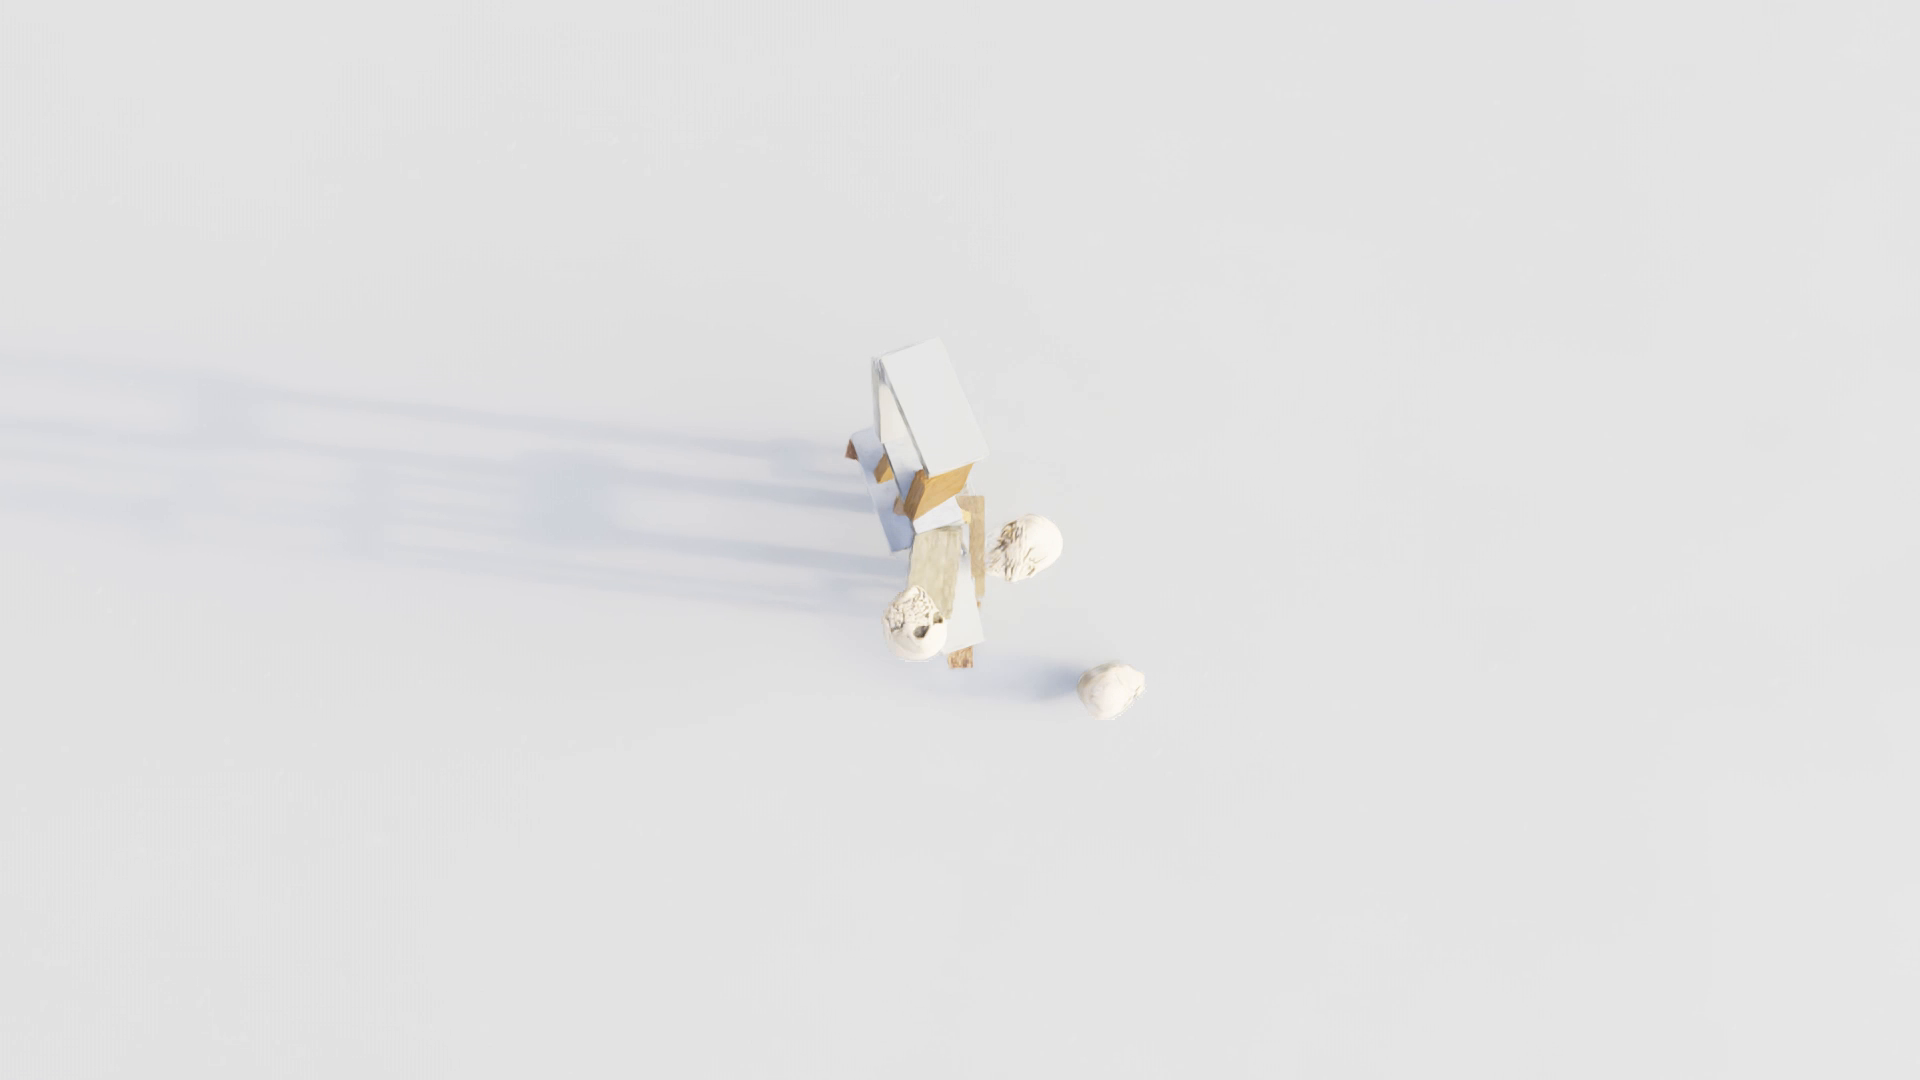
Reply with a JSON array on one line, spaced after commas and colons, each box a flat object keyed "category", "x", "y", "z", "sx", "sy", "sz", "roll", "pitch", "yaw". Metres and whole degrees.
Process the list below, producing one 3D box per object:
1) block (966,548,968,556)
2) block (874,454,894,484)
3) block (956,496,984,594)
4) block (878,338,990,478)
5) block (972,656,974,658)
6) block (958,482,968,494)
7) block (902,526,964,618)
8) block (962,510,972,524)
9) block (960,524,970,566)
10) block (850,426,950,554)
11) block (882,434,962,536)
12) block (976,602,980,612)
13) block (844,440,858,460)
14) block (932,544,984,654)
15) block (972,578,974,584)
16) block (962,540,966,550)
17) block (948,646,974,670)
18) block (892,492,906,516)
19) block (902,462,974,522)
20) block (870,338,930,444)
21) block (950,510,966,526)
[{"category": "block", "x": -0.010, "y": 0.085, "z": 4.962, "sx": 0.058, "sy": 0.016, "sz": 0.128, "roll": 4, "pitch": 63, "yaw": -1}, {"category": "block", "x": -0.150, "y": -0.207, "z": 4.336, "sx": 0.126, "sy": 0.251, "sz": 0.036, "roll": -20, "pitch": 85, "yaw": -12}, {"category": "block", "x": 0.000, "y": 0.018, "z": 5.171, "sx": 0.153, "sy": 0.043, "sz": 0.307, "roll": 0, "pitch": 90, "yaw": 0}, {"category": "block", "x": -0.062, "y": -0.311, "z": 3.878, "sx": 0.152, "sy": 0.043, "sz": 0.304, "roll": -21, "pitch": 79, "yaw": -13}, {"category": "block", "x": -0.001, "y": 0.318, "z": 5.170, "sx": 0.074, "sy": 0.661, "sz": 0.021, "roll": 1, "pitch": 96, "yaw": 0}, {"category": "block", "x": -0.011, "y": -0.184, "z": 5.432, "sx": 0.065, "sy": 0.131, "sz": 0.018, "roll": -3, "pitch": 72, "yaw": 5}, {"category": "block", "x": -0.074, "y": 0.085, "z": 4.423, "sx": 0.130, "sy": 0.037, "sz": 0.259, "roll": 3, "pitch": 114, "yaw": -12}, {"category": "block", "x": -0.045, "y": -0.069, "z": 5.020, "sx": 0.122, "sy": 0.245, "sz": 0.035, "roll": -4, "pitch": 87, "yaw": 9}, {"category": "block", "x": -0.004, "y": 0.015, "z": 5.008, "sx": 0.066, "sy": 0.019, "sz": 0.131, "roll": 0, "pitch": 90, "yaw": -1}, {"category": "block", "x": -0.160, "y": -0.156, "z": 4.504, "sx": 0.172, "sy": 0.049, "sz": 0.345, "roll": -20, "pitch": 87, "yaw": 8}, {"category": "block", "x": -0.096, "y": -0.150, "z": 4.189, "sx": 0.126, "sy": 0.036, "sz": 0.251, "roll": -19, "pitch": 84, "yaw": -12}, {"category": "block", "x": 0.021, "y": 0.226, "z": 5.197, "sx": 0.071, "sy": 0.384, "sz": 0.020, "roll": -1, "pitch": 95, "yaw": 4}, {"category": "block", "x": -0.201, "y": -0.231, "z": 4.711, "sx": 0.172, "sy": 0.345, "sz": 0.049, "roll": 14, "pitch": 92, "yaw": 9}, {"category": "block", "x": -0.022, "y": 0.171, "z": 4.633, "sx": 0.130, "sy": 0.454, "sz": 0.037, "roll": -18, "pitch": 54, "yaw": -4}, {"category": "block", "x": 0.005, "y": 0.182, "z": 4.995, "sx": 0.071, "sy": 0.020, "sz": 0.142, "roll": 3, "pitch": 88, "yaw": 0}, {"category": "block", "x": -0.057, "y": 0.022, "z": 4.559, "sx": 0.130, "sy": 0.259, "sz": 0.037, "roll": -19, "pitch": 83, "yaw": 2}, {"category": "block", "x": -0.003, "y": 0.303, "z": 4.836, "sx": 0.074, "sy": 0.021, "sz": 0.149, "roll": -4, "pitch": 79, "yaw": -1}, {"category": "block", "x": -0.102, "y": -0.102, "z": 4.330, "sx": 0.126, "sy": 0.251, "sz": 0.036, "roll": 11, "pitch": 77, "yaw": -6}, {"category": "block", "x": -0.051, "y": -0.141, "z": 4.017, "sx": 0.152, "sy": 0.304, "sz": 0.043, "roll": -33, "pitch": 82, "yaw": -15}, {"category": "block", "x": -0.137, "y": -0.365, "z": 4.062, "sx": 0.152, "sy": 0.304, "sz": 0.043, "roll": -22, "pitch": 61, "yaw": -14}, {"category": "block", "x": -0.099, "y": -0.046, "z": 4.692, "sx": 0.172, "sy": 0.345, "sz": 0.049, "roll": -18, "pitch": 87, "yaw": 8}]
